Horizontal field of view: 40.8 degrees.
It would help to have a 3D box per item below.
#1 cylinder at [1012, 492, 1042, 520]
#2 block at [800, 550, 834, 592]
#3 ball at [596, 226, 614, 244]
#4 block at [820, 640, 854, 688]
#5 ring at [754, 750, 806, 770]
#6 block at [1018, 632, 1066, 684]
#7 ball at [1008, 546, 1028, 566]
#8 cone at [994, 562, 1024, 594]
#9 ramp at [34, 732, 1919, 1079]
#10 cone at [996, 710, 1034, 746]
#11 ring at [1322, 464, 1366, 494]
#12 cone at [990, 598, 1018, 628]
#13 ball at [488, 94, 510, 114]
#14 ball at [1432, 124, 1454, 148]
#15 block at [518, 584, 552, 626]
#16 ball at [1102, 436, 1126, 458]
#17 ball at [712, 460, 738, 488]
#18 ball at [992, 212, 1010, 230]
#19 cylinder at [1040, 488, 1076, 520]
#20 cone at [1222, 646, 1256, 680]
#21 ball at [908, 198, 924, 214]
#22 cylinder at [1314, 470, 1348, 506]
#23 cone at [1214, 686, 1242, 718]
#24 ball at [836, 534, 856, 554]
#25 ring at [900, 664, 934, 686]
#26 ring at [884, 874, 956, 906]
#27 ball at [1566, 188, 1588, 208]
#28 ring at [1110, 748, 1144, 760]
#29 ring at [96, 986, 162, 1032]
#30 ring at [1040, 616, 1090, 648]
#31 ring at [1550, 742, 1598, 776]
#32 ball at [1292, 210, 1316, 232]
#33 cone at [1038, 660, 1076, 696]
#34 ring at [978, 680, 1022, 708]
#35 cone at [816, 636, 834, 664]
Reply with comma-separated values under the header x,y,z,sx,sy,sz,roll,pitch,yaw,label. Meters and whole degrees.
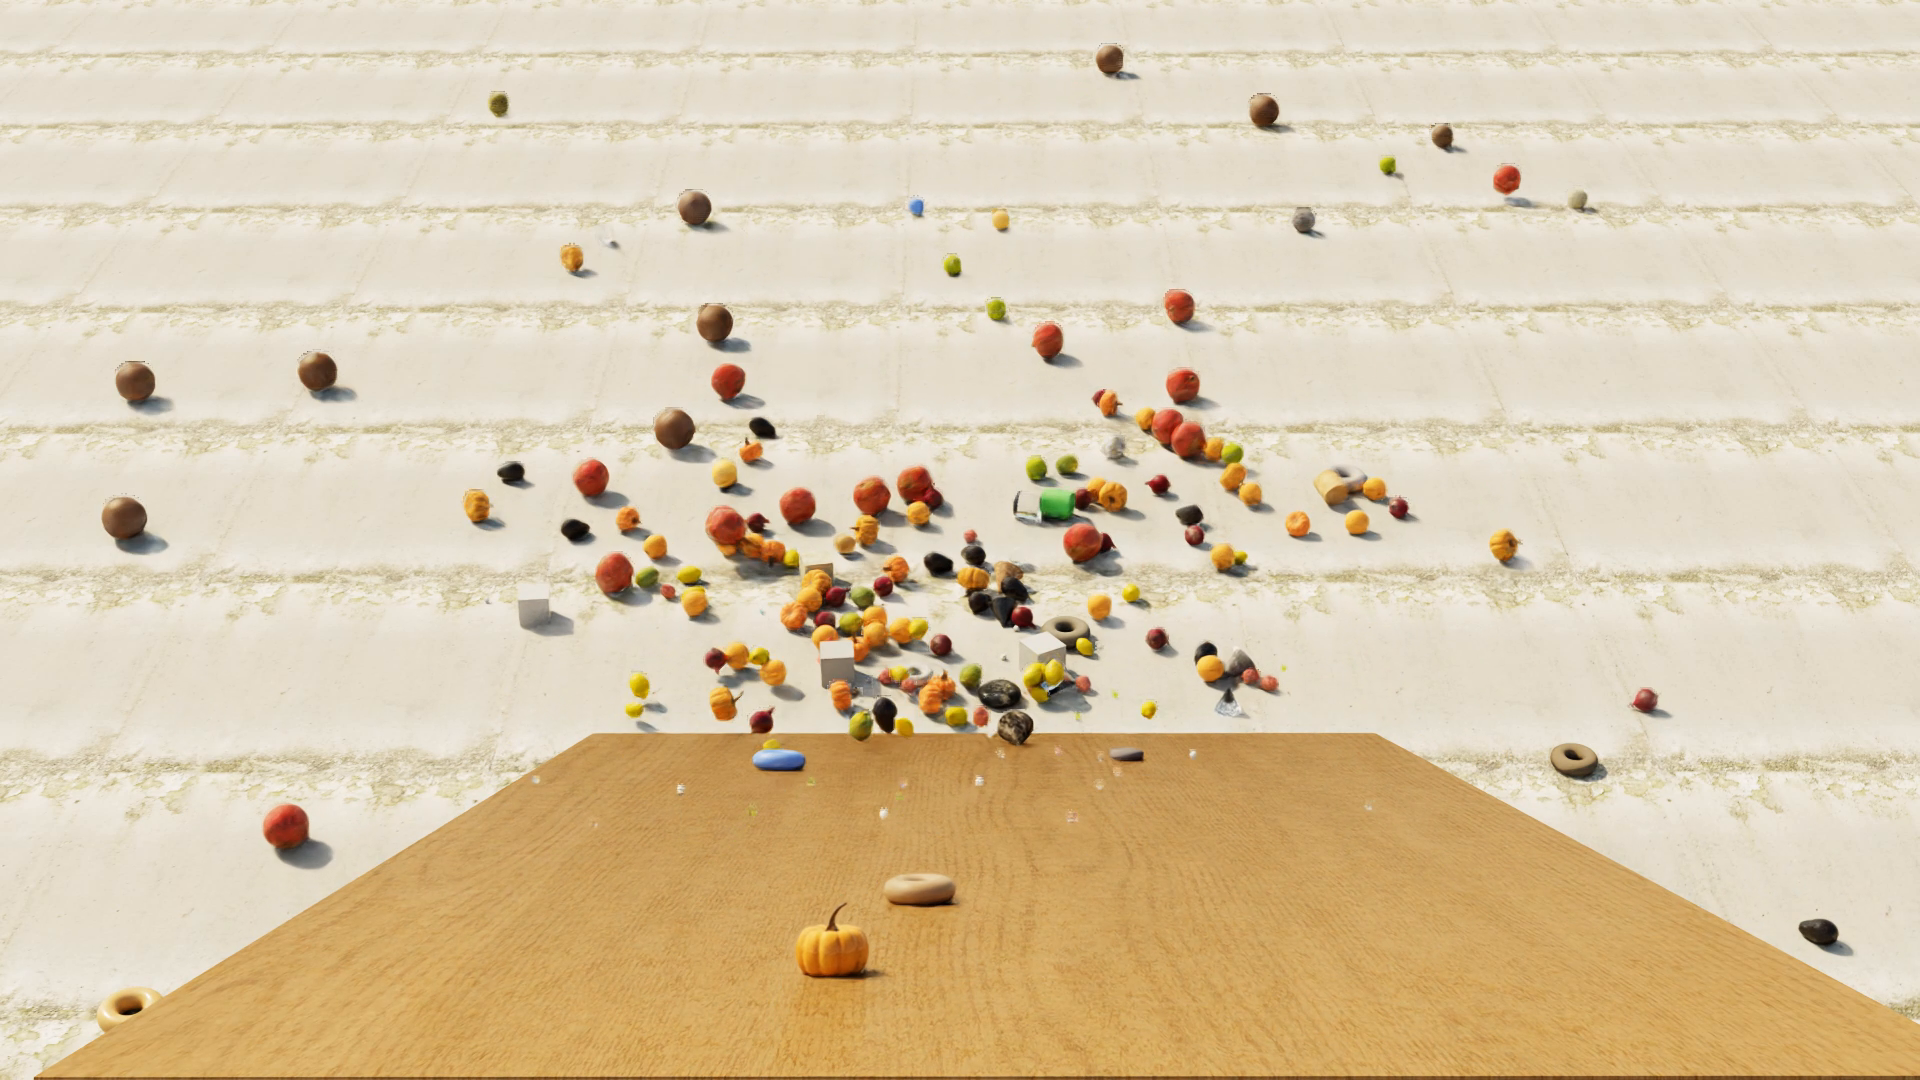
x,y,z,sx,sy,sz,roll,pitch,yaw,label
0.209,-0.102,7.836,0.076,0.076,0.076,10,30,18,cylinder
-0.414,0.087,7.470,0.084,0.084,0.084,-6,29,-12,block
-1.351,-1.163,9.840,0.066,0.066,0.066,0,28,0,ball
-0.333,0.335,6.998,0.090,0.090,0.090,-2,28,-4,block
-0.399,0.486,5.701,0.116,0.039,0.116,1,0,0,ring
0.224,0.320,7.026,0.092,0.092,0.092,-17,32,-28,block
0.169,0.047,7.575,0.056,0.056,0.056,0,28,0,ball
0.126,0.124,7.449,0.089,0.089,0.089,11,56,19,cone
0.063,0.567,4.608,2.000,0.100,4.000,0,1,0,ramp
0.139,0.477,6.280,0.090,0.090,0.090,-3,29,-5,cone
1.192,-0.191,8.032,0.146,0.049,0.146,1,29,-1,ring
0.123,0.217,7.277,0.081,0.081,0.081,1,55,2,cone
-1.996,-1.886,11.172,0.091,0.091,0.091,0,28,0,ball
2.017,-1.688,10.795,0.096,0.096,0.096,0,28,0,ball
-1.199,0.184,7.286,0.086,0.086,0.086,-3,28,-6,block
0.487,-0.295,8.199,0.075,0.075,0.075,0,28,0,ball
-0.730,-0.206,8.021,0.085,0.085,0.085,0,28,0,ball
0.157,-1.234,9.970,0.070,0.070,0.070,0,28,0,ball
0.297,-0.109,7.838,0.086,0.086,0.086,9,29,16,cylinder
0.742,0.352,7.019,0.090,0.090,0.090,-40,41,-13,cone
-0.172,-1.307,10.115,0.062,0.062,0.062,0,28,0,ball
1.138,-0.161,7.926,0.079,0.079,0.079,-10,42,-18,cylinder
0.712,0.420,6.857,0.072,0.072,0.072,0,28,0,cone
-0.339,0.012,7.637,0.060,0.060,0.060,0,28,0,ball
-0.118,0.366,7.003,0.094,0.031,0.094,-1,29,0,ring
-0.059,0.510,3.773,0.106,0.035,0.106,-1,2,0,ring
2.429,-1.344,10.164,0.081,0.081,0.081,0,28,0,ball
0.382,0.489,5.900,0.078,0.026,0.078,1,0,0,ring
-1.830,1.044,5.710,0.150,0.050,0.150,1,29,0,ring
0.294,0.257,7.192,0.139,0.046,0.139,-1,28,1,ring
1.575,0.563,6.625,0.121,0.040,0.121,0,29,0,ring
1.322,-1.228,9.939,0.088,0.088,0.088,0,28,0,ball
0.281,0.378,6.968,0.097,0.097,0.097,13,16,-38,cone
0.106,0.412,6.910,0.116,0.039,0.116,-1,29,1,ring
-0.357,0.296,7.087,0.077,0.077,0.077,0,28,0,cone
